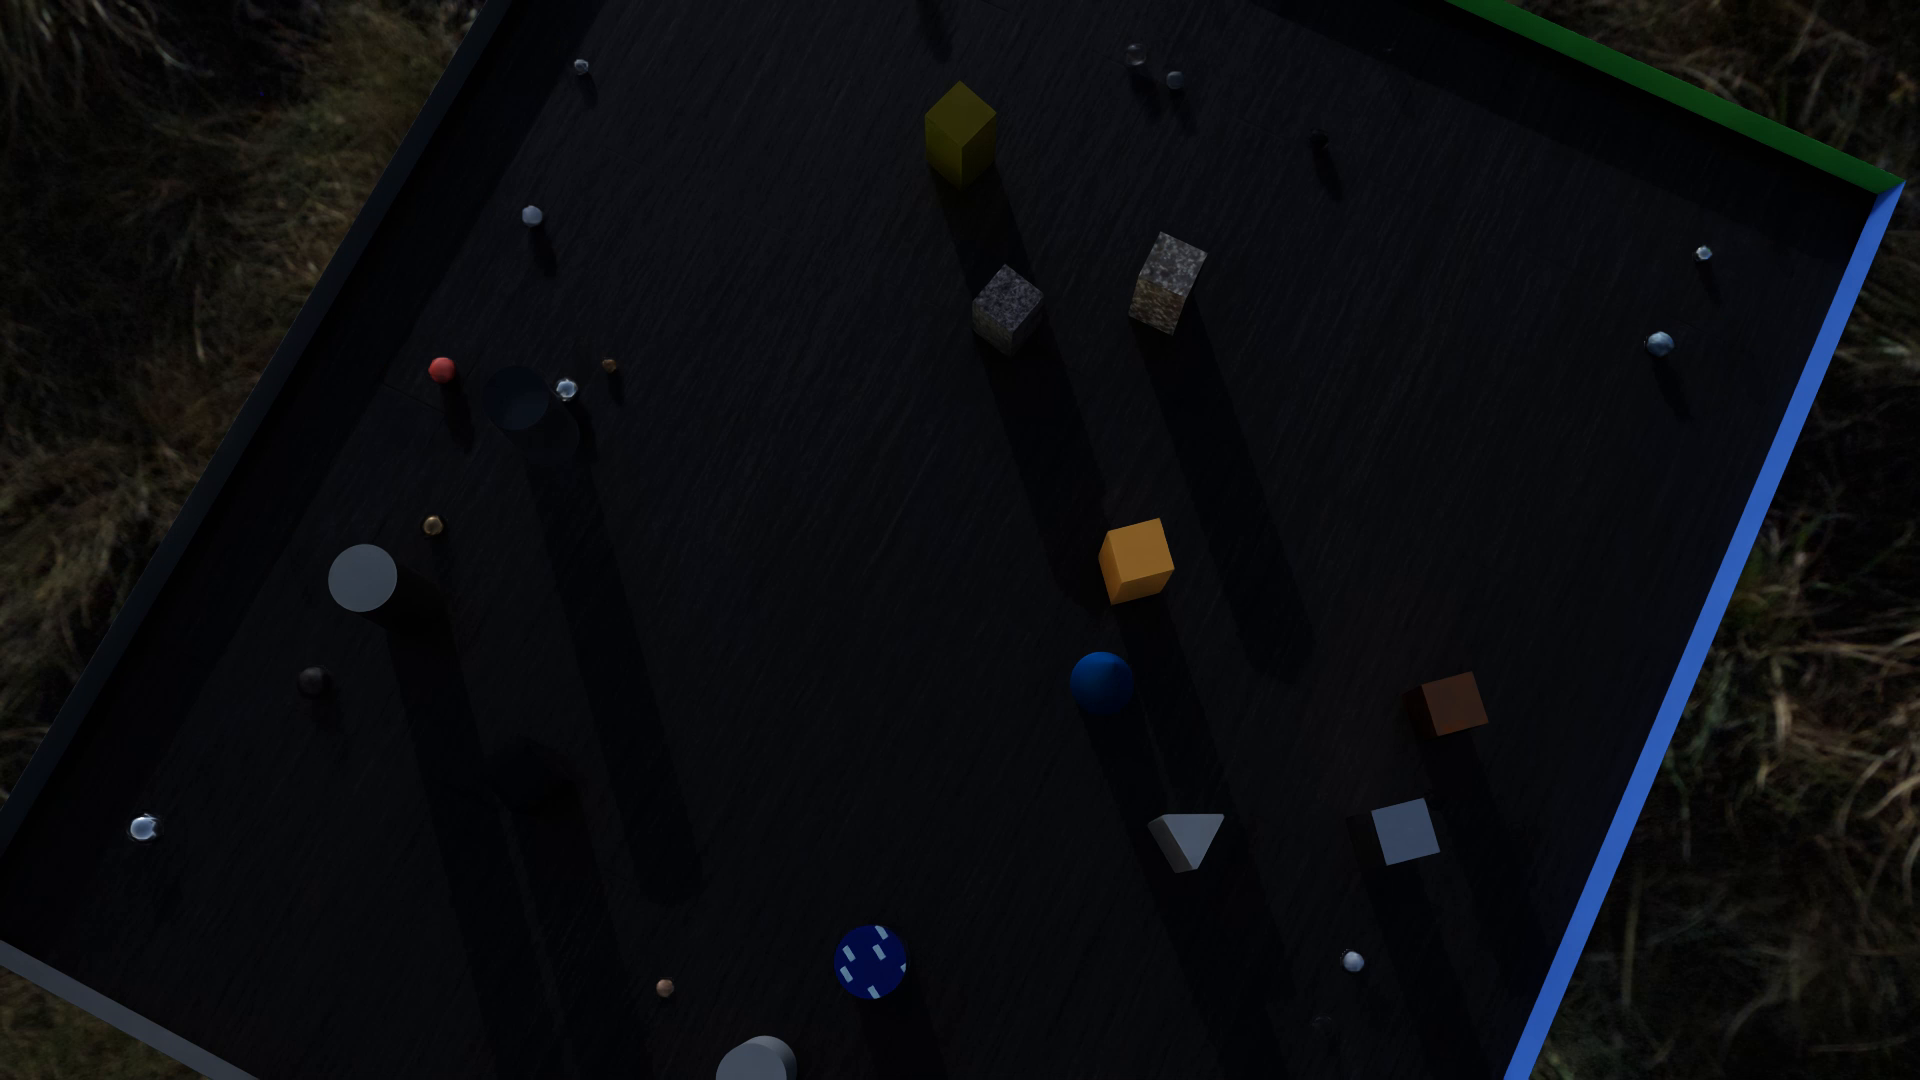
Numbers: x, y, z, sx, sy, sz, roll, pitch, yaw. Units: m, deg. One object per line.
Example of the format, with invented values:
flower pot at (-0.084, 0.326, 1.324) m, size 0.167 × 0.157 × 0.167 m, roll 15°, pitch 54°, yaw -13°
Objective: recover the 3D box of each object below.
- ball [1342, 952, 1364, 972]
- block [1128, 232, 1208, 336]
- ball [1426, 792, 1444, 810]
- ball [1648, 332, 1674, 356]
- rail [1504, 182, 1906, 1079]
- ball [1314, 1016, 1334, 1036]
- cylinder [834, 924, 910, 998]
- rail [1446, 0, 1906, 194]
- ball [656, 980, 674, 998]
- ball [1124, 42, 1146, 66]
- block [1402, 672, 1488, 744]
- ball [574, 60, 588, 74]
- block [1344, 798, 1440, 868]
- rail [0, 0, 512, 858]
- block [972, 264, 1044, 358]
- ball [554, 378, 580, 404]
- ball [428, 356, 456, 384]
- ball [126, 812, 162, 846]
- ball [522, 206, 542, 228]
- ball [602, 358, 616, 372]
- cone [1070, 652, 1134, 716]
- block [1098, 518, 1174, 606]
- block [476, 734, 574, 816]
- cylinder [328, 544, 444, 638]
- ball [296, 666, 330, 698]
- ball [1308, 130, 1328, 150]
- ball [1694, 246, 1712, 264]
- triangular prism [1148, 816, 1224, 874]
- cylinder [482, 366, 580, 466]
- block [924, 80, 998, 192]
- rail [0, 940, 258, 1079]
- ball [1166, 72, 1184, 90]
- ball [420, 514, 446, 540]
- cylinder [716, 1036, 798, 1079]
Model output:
ball at (1.145, 1.228, 5.331) m, size 0.061 × 0.061 × 0.061 m, roll 0°, pitch 78°, yaw 0°
block at (0.631, -0.778, 5.594) m, size 0.155 × 0.360 × 0.155 m, roll 26°, pitch 79°, yaw 5°
ball at (1.405, 0.773, 5.430) m, size 0.053 × 0.053 × 0.053 m, roll 0°, pitch 78°, yaw 0°
ball at (2.180, -0.609, 5.703) m, size 0.077 × 0.077 × 0.077 m, roll 0°, pitch 78°, yaw 0°
rail at (1.888, 0.931, 5.359) m, size 0.045 × 0.126 × 4.684 m, roll 26°, pitch 80°, yaw 5°
ball at (1.050, 1.405, 5.296) m, size 0.057 × 0.057 × 0.057 m, roll 0°, pitch 78°, yaw 0°
cylinder at (-0.241, 1.177, 5.137) m, size 0.193 × 0.462 × 0.193 m, roll 0°, pitch 78°, yaw 0°
rail at (1.037, -2.024, 5.970) m, size 4.268 × 0.126 × 0.045 m, roll 26°, pitch 80°, yaw 5°
ball at (-0.856, 1.301, 5.321) m, size 0.051 × 0.051 × 0.051 m, roll 0°, pitch 78°, yaw 0°
ball at (0.565, -1.564, 5.903) m, size 0.073 × 0.073 × 0.073 m, roll 0°, pitch 78°, yaw 0°
block at (1.425, 0.495, 5.392) m, size 0.155 × 0.238 × 0.155 m, roll -15°, pitch 79°, yaw -3°
ball at (-1.221, -1.526, 5.908) m, size 0.048 × 0.048 × 0.048 m, roll 0°, pitch 78°, yaw 0°
block at (1.236, 0.845, 5.259) m, size 0.155 × 0.357 × 0.155 m, roll -14°, pitch 79°, yaw -3°
rail at (-1.888, -0.918, 5.741) m, size 0.045 × 0.126 × 4.684 m, roll 26°, pitch 80°, yaw 5°
block at (0.146, -0.698, 5.625) m, size 0.155 × 0.266 × 0.155 m, roll 39°, pitch 81°, yaw 7°
ball at (-1.216, -0.462, 5.670) m, size 0.080 × 0.080 × 0.080 m, roll 0°, pitch 78°, yaw 0°
ball at (-1.604, -0.526, 5.683) m, size 0.083 × 0.083 × 0.083 m, roll 0°, pitch 78°, yaw 0°
ball at (-2.398, 0.849, 5.391) m, size 0.097 × 0.097 × 0.097 m, roll 0°, pitch 78°, yaw 0°
ball at (-1.353, -1.023, 5.794) m, size 0.066 × 0.066 × 0.066 m, roll 0°, pitch 78°, yaw 0°
ball at (-1.092, -0.542, 5.706) m, size 0.044 × 0.044 × 0.044 m, roll 0°, pitch 78°, yaw 0°
cone at (0.429, 0.385, 5.299) m, size 0.193 × 0.465 × 0.193 m, roll 0°, pitch 78°, yaw 0°
block at (0.516, 0.068, 5.406) m, size 0.155 × 0.384 × 0.155 m, roll -14°, pitch 79°, yaw -3°
block at (-1.258, 0.685, 5.318) m, size 0.155 × 0.307 × 0.155 m, roll -41°, pitch 81°, yaw -8°
cylinder at (-1.669, 0.153, 5.347) m, size 0.193 × 0.465 × 0.193 m, roll 0°, pitch 78°, yaw 0°
ball at (-1.932, 0.427, 5.479) m, size 0.096 × 0.096 × 0.096 m, roll 0°, pitch 78°, yaw 0°
ball at (1.143, -1.276, 5.848) m, size 0.064 × 0.064 × 0.064 m, roll 0°, pitch 78°, yaw 0°
ball at (2.342, -0.899, 5.775) m, size 0.053 × 0.053 × 0.053 m, roll 0°, pitch 78°, yaw 0°
triangular prism at (0.661, 0.834, 5.224) m, size 0.145 × 0.431 × 0.167 m, roll -30°, pitch 80°, yaw -6°
cylinder at (-1.275, -0.365, 5.473) m, size 0.193 × 0.429 × 0.193 m, roll 0°, pitch 78°, yaw 0°
block at (0.002, -1.249, 5.695) m, size 0.155 × 0.352 × 0.155 m, roll 43°, pitch 81°, yaw 8°
rail at (-1.037, 2.037, 5.130) m, size 4.268 × 0.126 × 0.045 m, roll 26°, pitch 80°, yaw 5°
ball at (0.691, -1.477, 5.892) m, size 0.059 × 0.059 × 0.059 m, roll 0°, pitch 78°, yaw 0°
ball at (-1.604, -0.041, 5.585) m, size 0.078 × 0.078 × 0.078 m, roll 0°, pitch 78°, yaw 0°
cylinder at (-0.566, 1.499, 5.135) m, size 0.193 × 0.336 × 0.193 m, roll 0°, pitch 78°, yaw 0°
